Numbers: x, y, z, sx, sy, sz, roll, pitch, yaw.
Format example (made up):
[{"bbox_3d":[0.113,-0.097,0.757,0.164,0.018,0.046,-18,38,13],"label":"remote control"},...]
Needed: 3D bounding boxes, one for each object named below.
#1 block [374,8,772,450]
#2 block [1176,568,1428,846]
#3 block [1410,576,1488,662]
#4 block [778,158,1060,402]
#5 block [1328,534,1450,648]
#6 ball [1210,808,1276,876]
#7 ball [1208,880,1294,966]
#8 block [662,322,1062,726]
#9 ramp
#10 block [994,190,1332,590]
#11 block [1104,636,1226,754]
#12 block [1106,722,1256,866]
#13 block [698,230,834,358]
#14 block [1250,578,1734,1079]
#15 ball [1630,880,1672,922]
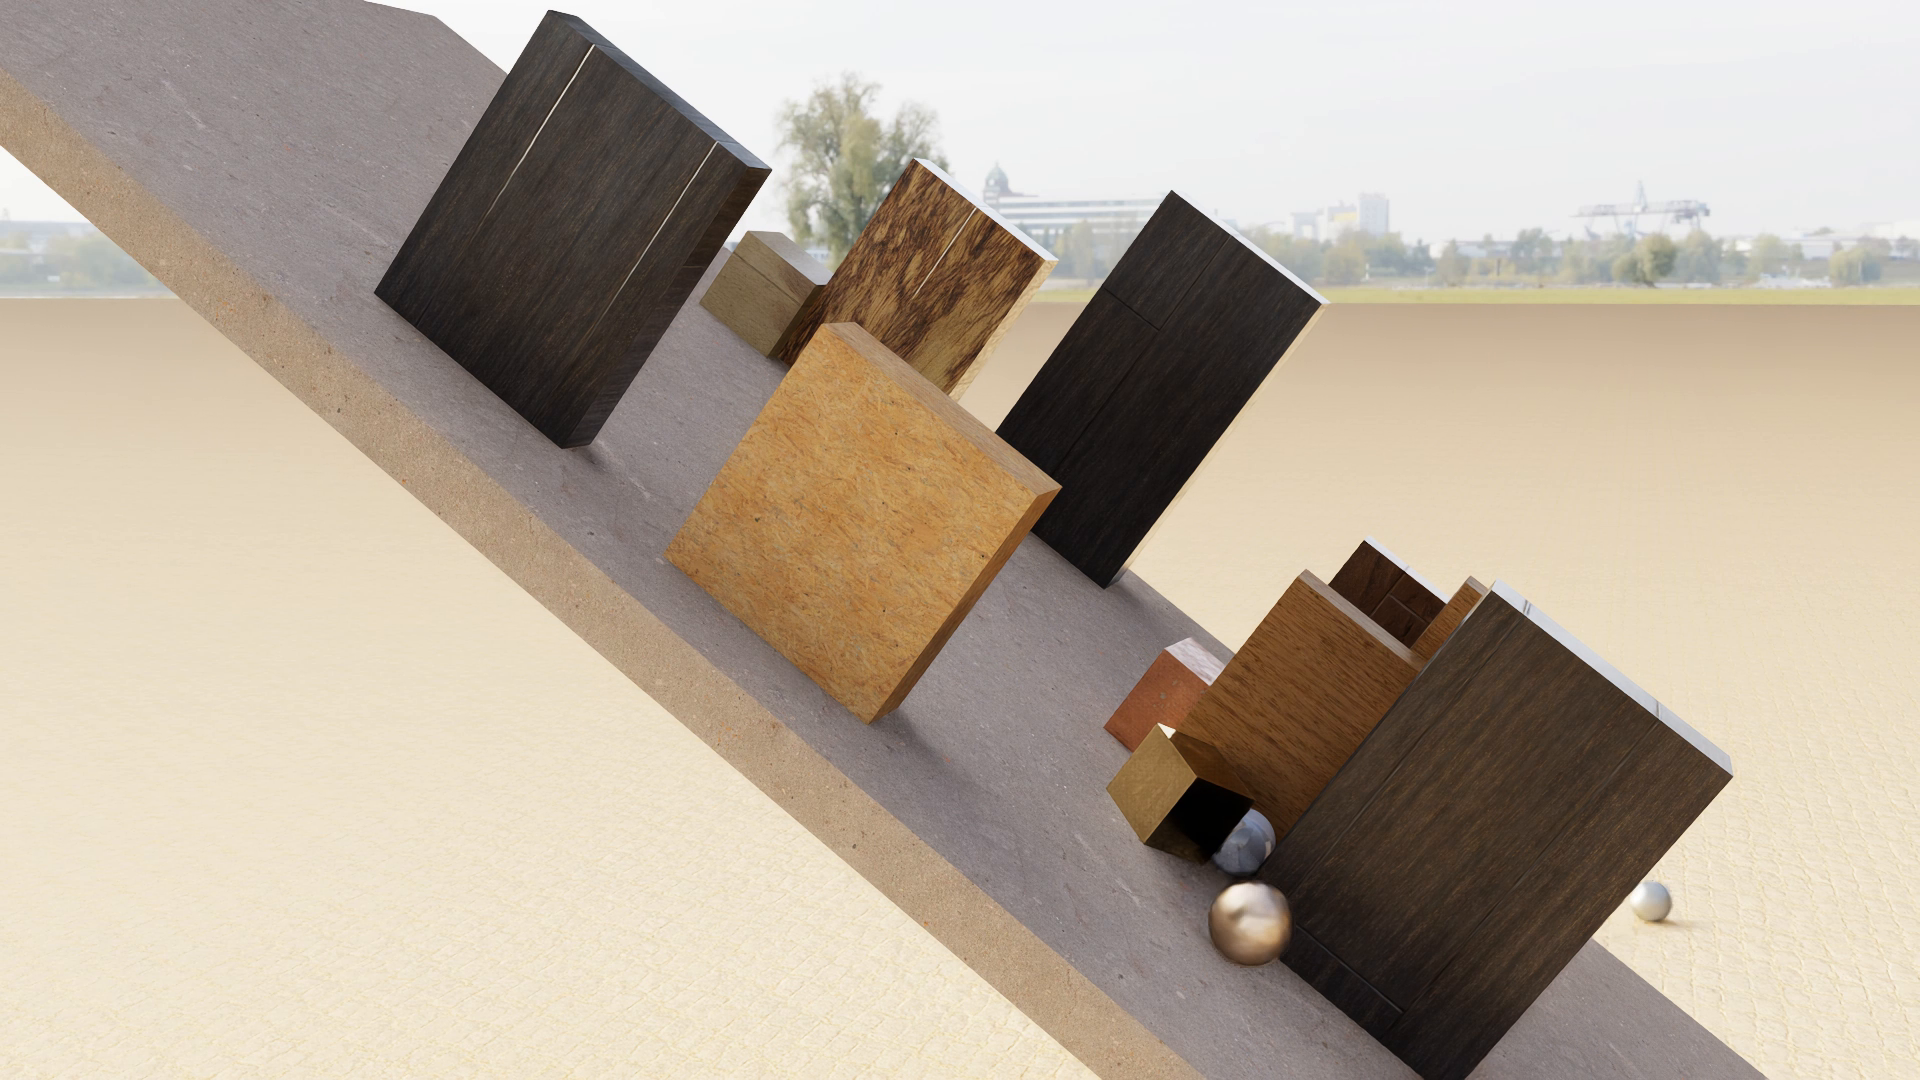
[{"bbox_3d":[-0.613,-0.483,3.454,0.408,0.539,0.099,39,16,9],"label":"block"},{"bbox_3d":[0.580,0.341,3.746,0.348,0.460,0.105,39,16,9],"label":"block"},{"bbox_3d":[0.825,0.369,3.953,0.240,0.584,0.105,39,16,9],"label":"block"},{"bbox_3d":[-0.090,-0.484,4.611,0.351,0.512,0.110,39,16,9],"label":"block"},{"bbox_3d":[0.816,0.315,4.285,0.433,0.479,0.084,39,16,9],"label":"block"},{"bbox_3d":[0.471,0.505,3.684,0.115,0.115,0.115,0,7,0],"label":"ball"},{"bbox_3d":[0.446,0.586,3.367,0.131,0.131,0.131,0,7,0],"label":"ball"},{"bbox_3d":[-0.149,-0.028,3.313,0.409,0.437,0.144,39,16,9],"label":"block"},{"bbox_3d":[-0.059,0.121,4.067,4.000,0.100,2.000,39,16,9],"label":"ramp"},{"bbox_3d":[0.393,-0.318,4.697,0.394,0.759,0.140,39,16,9],"label":"block"},{"bbox_3d":[0.409,0.315,3.970,0.185,0.185,0.185,40,16,13],"label":"block"},{"bbox_3d":[0.365,0.422,3.642,0.146,0.146,0.146,24,20,-36],"label":"block"},{"bbox_3d":[-0.396,-0.524,4.678,0.189,0.189,0.189,39,16,9],"label":"block"},{"bbox_3d":[0.808,0.467,3.464,0.446,0.675,0.147,39,16,9],"label":"block"},{"bbox_3d":[1.980,1.035,6.296,0.117,0.117,0.117,0,7,0],"label":"ball"}]
